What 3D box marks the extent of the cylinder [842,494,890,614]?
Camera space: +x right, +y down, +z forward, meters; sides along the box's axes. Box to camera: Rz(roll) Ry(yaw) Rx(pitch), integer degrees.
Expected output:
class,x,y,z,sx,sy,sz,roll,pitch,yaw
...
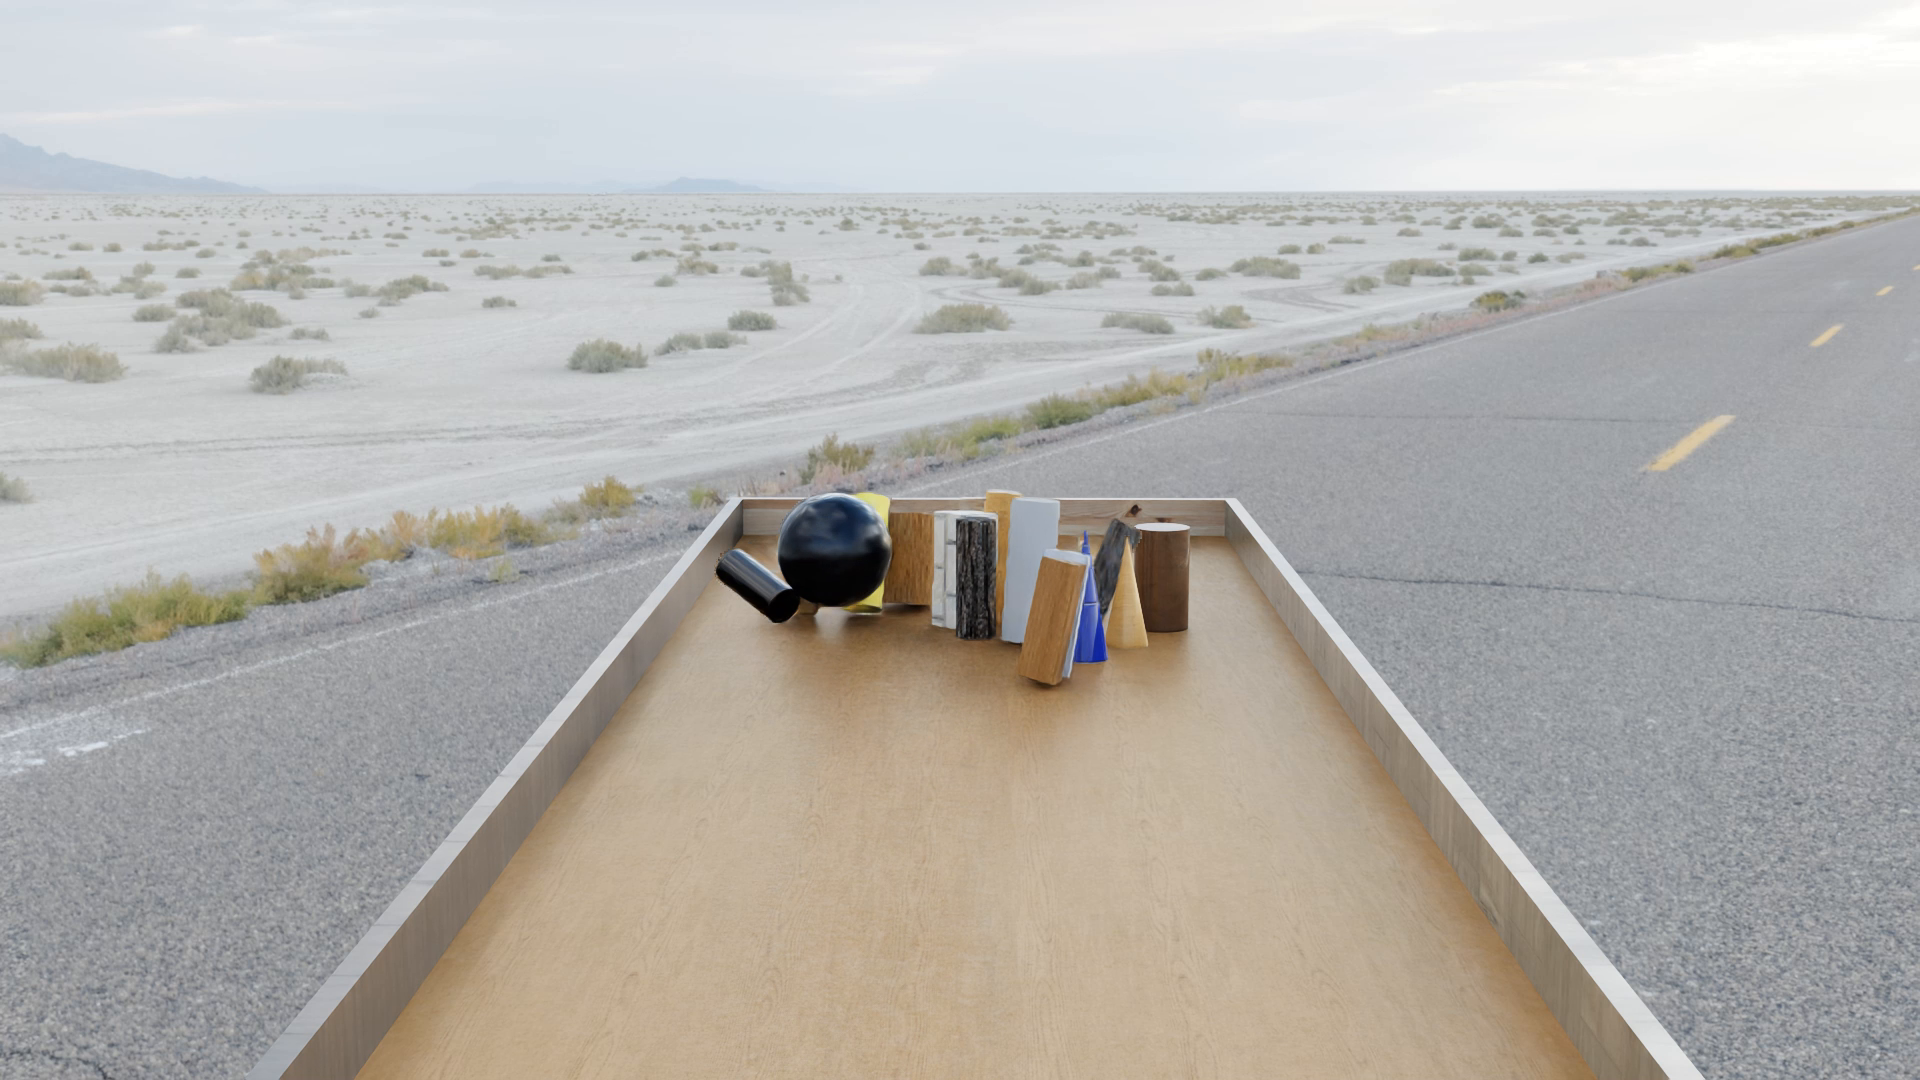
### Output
class,x,y,z,sx,sy,sz,roll,pitch,yaw
cylinder,-0.318,0.046,7.421,0.135,0.385,0.135,3,-16,1

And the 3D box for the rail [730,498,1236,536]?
class,x,y,z,sx,sy,sz,roll,pitch,yaw
rail,0.099,-0.098,9.147,2.100,0.150,0.050,0,9,1

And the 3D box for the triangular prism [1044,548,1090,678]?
class,x,y,z,sx,sy,sz,roll,pitch,yaw
triangular prism,0.298,0.213,6.479,0.137,0.359,0.119,10,2,14

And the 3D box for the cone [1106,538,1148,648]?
class,x,y,z,sx,sy,sz,roll,pitch,yaw
cone,0.524,0.158,6.910,0.141,0.344,0.141,0,9,0

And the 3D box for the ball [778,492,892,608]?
class,x,y,z,sx,sy,sz,roll,pitch,yaw
ball,-0.408,0.033,7.175,0.376,0.376,0.376,0,9,0

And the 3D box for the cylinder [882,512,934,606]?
class,x,y,z,sx,sy,sz,roll,pitch,yaw
cylinder,-0.176,0.065,7.526,0.178,0.307,0.178,3,-2,0

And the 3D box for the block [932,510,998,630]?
class,x,y,z,sx,sy,sz,roll,pitch,yaw
block,0.017,0.096,7.170,0.148,0.372,0.148,-3,7,-37

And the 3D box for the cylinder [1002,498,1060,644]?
class,x,y,z,sx,sy,sz,roll,pitch,yaw
cylinder,0.223,0.096,6.937,0.155,0.445,0.155,4,5,0

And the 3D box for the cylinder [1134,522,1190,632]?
class,x,y,z,sx,sy,sz,roll,pitch,yaw
cylinder,0.658,0.122,7.178,0.180,0.333,0.180,0,9,0

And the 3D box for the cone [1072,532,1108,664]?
class,x,y,z,sx,sy,sz,roll,pitch,yaw
cone,0.382,0.160,6.692,0.145,0.409,0.145,0,9,0

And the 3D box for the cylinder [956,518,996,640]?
class,x,y,z,sx,sy,sz,roll,pitch,yaw
cylinder,0.051,0.121,7.026,0.127,0.376,0.127,0,6,0

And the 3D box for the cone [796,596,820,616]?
class,x,y,z,sx,sy,sz,roll,pitch,yaw
cone,-0.476,0.077,7.463,0.106,0.106,0.367,3,54,21

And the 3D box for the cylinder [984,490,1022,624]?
class,x,y,z,sx,sy,sz,roll,pitch,yaw
cylinder,0.132,0.057,7.248,0.122,0.431,0.122,3,6,0

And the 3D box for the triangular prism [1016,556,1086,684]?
class,x,y,z,sx,sy,sz,roll,pitch,yaw
triangular prism,0.289,0.236,6.359,0.138,0.348,0.119,15,4,42

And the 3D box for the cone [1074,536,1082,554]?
class,x,y,z,sx,sy,sz,roll,pitch,yaw
cone,0.390,0.131,7.219,0.149,0.303,0.149,0,9,0

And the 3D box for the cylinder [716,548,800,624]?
class,x,y,z,sx,sy,sz,roll,pitch,yaw
cylinder,-0.676,0.152,7.345,0.128,0.128,0.305,-8,30,-41

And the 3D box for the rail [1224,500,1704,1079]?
class,x,y,z,sx,sy,sz,roll,pitch,yaw
rail,1.046,0.843,3.208,0.050,0.150,12.000,0,9,1

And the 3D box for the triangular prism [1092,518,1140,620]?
class,x,y,z,sx,sy,sz,roll,pitch,yaw
triangular prism,0.429,0.134,6.953,0.106,0.400,0.092,29,-13,-21

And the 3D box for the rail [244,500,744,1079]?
class,x,y,z,sx,sy,sz,roll,pitch,yaw
rail,-1.004,0.839,3.234,0.050,0.150,12.000,0,9,1
